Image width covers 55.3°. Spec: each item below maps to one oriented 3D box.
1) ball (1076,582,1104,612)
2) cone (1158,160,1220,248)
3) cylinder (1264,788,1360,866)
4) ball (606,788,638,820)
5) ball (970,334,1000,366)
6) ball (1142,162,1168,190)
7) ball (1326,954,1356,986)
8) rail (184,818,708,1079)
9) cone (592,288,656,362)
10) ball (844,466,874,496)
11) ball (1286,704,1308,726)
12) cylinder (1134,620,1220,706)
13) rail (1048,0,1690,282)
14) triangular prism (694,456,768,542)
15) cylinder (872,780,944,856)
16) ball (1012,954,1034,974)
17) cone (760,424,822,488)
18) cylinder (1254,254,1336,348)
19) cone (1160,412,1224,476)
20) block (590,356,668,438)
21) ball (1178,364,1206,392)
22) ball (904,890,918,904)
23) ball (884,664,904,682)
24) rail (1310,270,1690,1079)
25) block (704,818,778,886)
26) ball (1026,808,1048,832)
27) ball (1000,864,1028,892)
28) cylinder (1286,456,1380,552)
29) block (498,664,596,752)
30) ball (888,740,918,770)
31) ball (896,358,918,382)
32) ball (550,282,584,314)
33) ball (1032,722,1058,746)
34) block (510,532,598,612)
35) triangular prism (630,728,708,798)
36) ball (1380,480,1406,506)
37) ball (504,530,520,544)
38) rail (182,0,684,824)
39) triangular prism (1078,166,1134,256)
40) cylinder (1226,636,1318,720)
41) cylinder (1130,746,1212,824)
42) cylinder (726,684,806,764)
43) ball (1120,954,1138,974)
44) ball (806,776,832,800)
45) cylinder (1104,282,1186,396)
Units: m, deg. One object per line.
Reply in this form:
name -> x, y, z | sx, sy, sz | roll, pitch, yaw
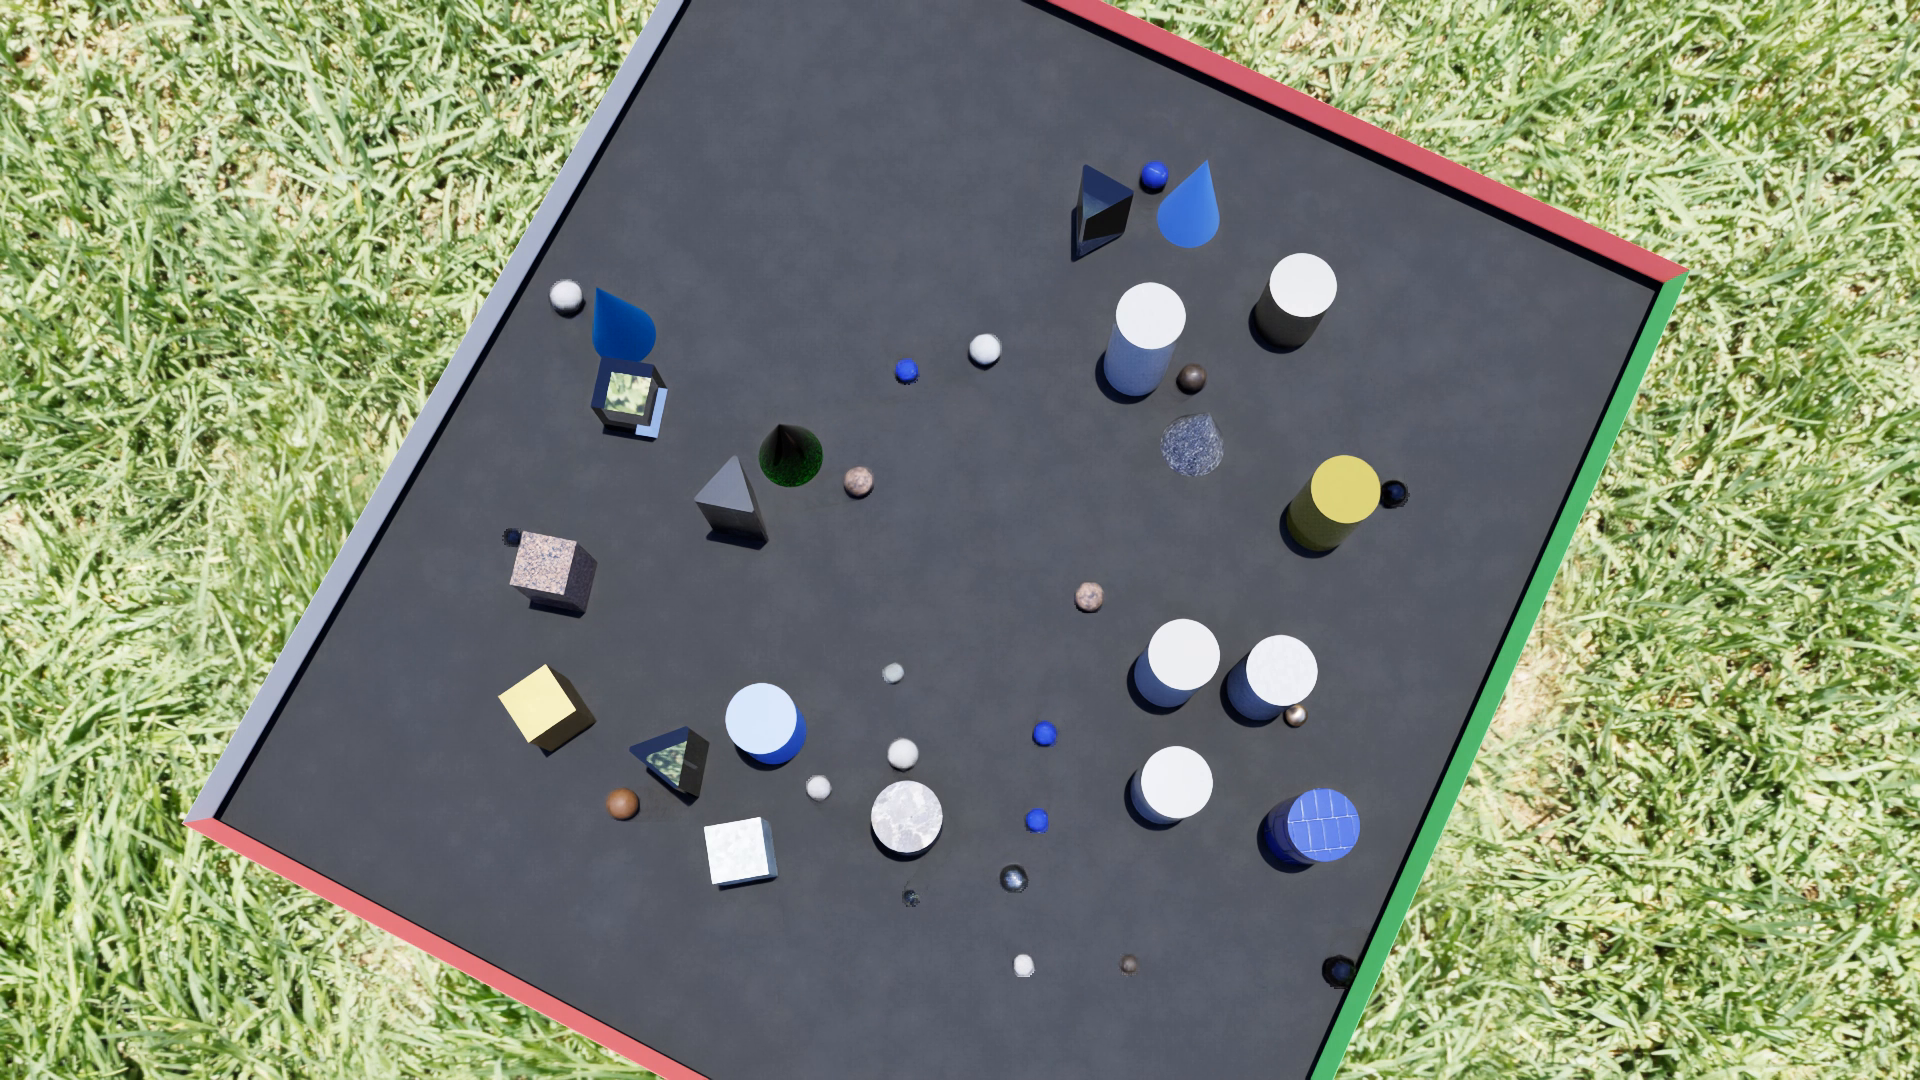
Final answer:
ball -> 0.392, 0.170, 5.536 | 0.089, 0.089, 0.089 | 0, 78, 0
cone -> 0.726, -1.070, 5.604 | 0.199, 0.459, 0.199 | 0, 78, 0
cylinder -> 1.001, 0.824, 5.240 | 0.199, 0.403, 0.199 | 0, 78, 0
ball -> -0.995, 0.778, 5.408 | 0.093, 0.093, 0.093 | 0, 78, 0
ball -> 0.077, -0.591, 5.690 | 0.097, 0.097, 0.097 | 0, 78, 0
ball -> 0.618, -1.156, 5.812 | 0.086, 0.086, 0.086 | 0, 78, 0
ball -> 1.104, 1.249, 5.312 | 0.090, 0.090, 0.090 | 0, 78, 0
rail -> -0.779, 1.533, 5.232 | 3.281, 0.129, 0.045 | 26, 80, 5
cone -> -1.054, -0.687, 5.529 | 0.199, 0.451, 0.199 | 0, 78, 0
ball -> -0.311, -0.179, 5.608 | 0.090, 0.090, 0.090 | 0, 78, 0
ball -> 1.006, 0.523, 5.474 | 0.066, 0.066, 0.066 | 0, 78, 0
cylinder -> 0.625, 0.362, 5.324 | 0.199, 0.426, 0.199 | 0, 78, 0
rail -> 0.779, -1.519, 5.864 | 3.281, 0.129, 0.045 | 26, 80, 5
triangular prism -> -0.656, -0.126, 5.427 | 0.172, 0.423, 0.149 | 11, 79, 2
cylinder -> -0.149, 0.807, 5.291 | 0.199, 0.311, 0.199 | 0, 78, 0
ball -> 0.184, 1.234, 5.330 | 0.060, 0.060, 0.060 | 0, 78, 0
cone -> -0.523, -0.298, 5.485 | 0.199, 0.378, 0.199 | 0, 78, 0
cylinder -> 1.023, -0.728, 5.609 | 0.199, 0.309, 0.199 | 0, 78, 0
cone -> 0.720, -0.331, 5.490 | 0.199, 0.383, 0.199 | 0, 78, 0
block -> -1.004, -0.433, 5.574 | 0.159, 0.259, 0.159 | 10, 78, 2
ball -> 0.720, -0.504, 5.678 | 0.084, 0.084, 0.084 | 0, 78, 0
ball -> -0.146, 1.047, 5.378 | 0.042, 0.042, 0.042 | 0, 78, 0
ball -> -0.197, 0.399, 5.504 | 0.059, 0.059, 0.059 | 0, 78, 0
rail -> 1.446, 0.715, 5.402 | 0.045, 0.129, 3.533 | 26, 80, 5
block -> -0.629, 0.901, 5.287 | 0.159, 0.280, 0.159 | -10, 78, -2
ball -> 0.228, 0.826, 5.411 | 0.069, 0.069, 0.069 | 0, 78, 0
ball -> 0.158, 0.989, 5.372 | 0.079, 0.079, 0.079 | 0, 78, 0
cylinder -> 1.102, -0.104, 5.430 | 0.199, 0.407, 0.199 | 0, 78, 0
block -> -1.201, 0.495, 5.356 | 0.159, 0.310, 0.159 | -35, 80, -7
ball -> -0.169, 0.636, 5.438 | 0.091, 0.091, 0.091 | 0, 78, 0
ball -> -0.166, -0.528, 5.689 | 0.072, 0.072, 0.072 | 0, 78, 0
ball -> -1.228, -0.758, 5.723 | 0.099, 0.099, 0.099 | 0, 78, 0
ball -> 0.253, 0.576, 5.461 | 0.072, 0.072, 0.072 | 0, 78, 0
block -> -1.201, 0.098, 5.436 | 0.159, 0.315, 0.159 | 11, 79, 2
triangular prism -> -0.801, 0.617, 5.274 | 0.172, 0.421, 0.149 | 39, 81, 7
ball -> 1.326, -0.145, 5.606 | 0.081, 0.081, 0.081 | 0, 78, 0
ball -> -1.366, -0.009, 5.595 | 0.046, 0.046, 0.046 | 0, 78, 0
rail -> -1.446, -0.701, 5.695 | 0.045, 0.129, 3.533 | 26, 80, 5
triangular prism -> 0.412, -1.035, 5.669 | 0.172, 0.318, 0.149 | -29, 80, -6
cylinder -> 0.903, 0.405, 5.334 | 0.199, 0.390, 0.199 | 0, 78, 0
cylinder -> 0.607, 0.712, 5.292 | 0.199, 0.347, 0.199 | 0, 78, 0
cylinder -> -0.559, 0.538, 5.325 | 0.199, 0.354, 0.199 | 0, 78, 0
ball -> 0.492, 1.234, 5.333 | 0.054, 0.054, 0.054 | 0, 78, 0
ball -> -0.418, 0.736, 5.428 | 0.071, 0.071, 0.071 | 0, 78, 0
cylinder -> 0.548, -0.595, 5.494 | 0.199, 0.482, 0.199 | 0, 78, 0
